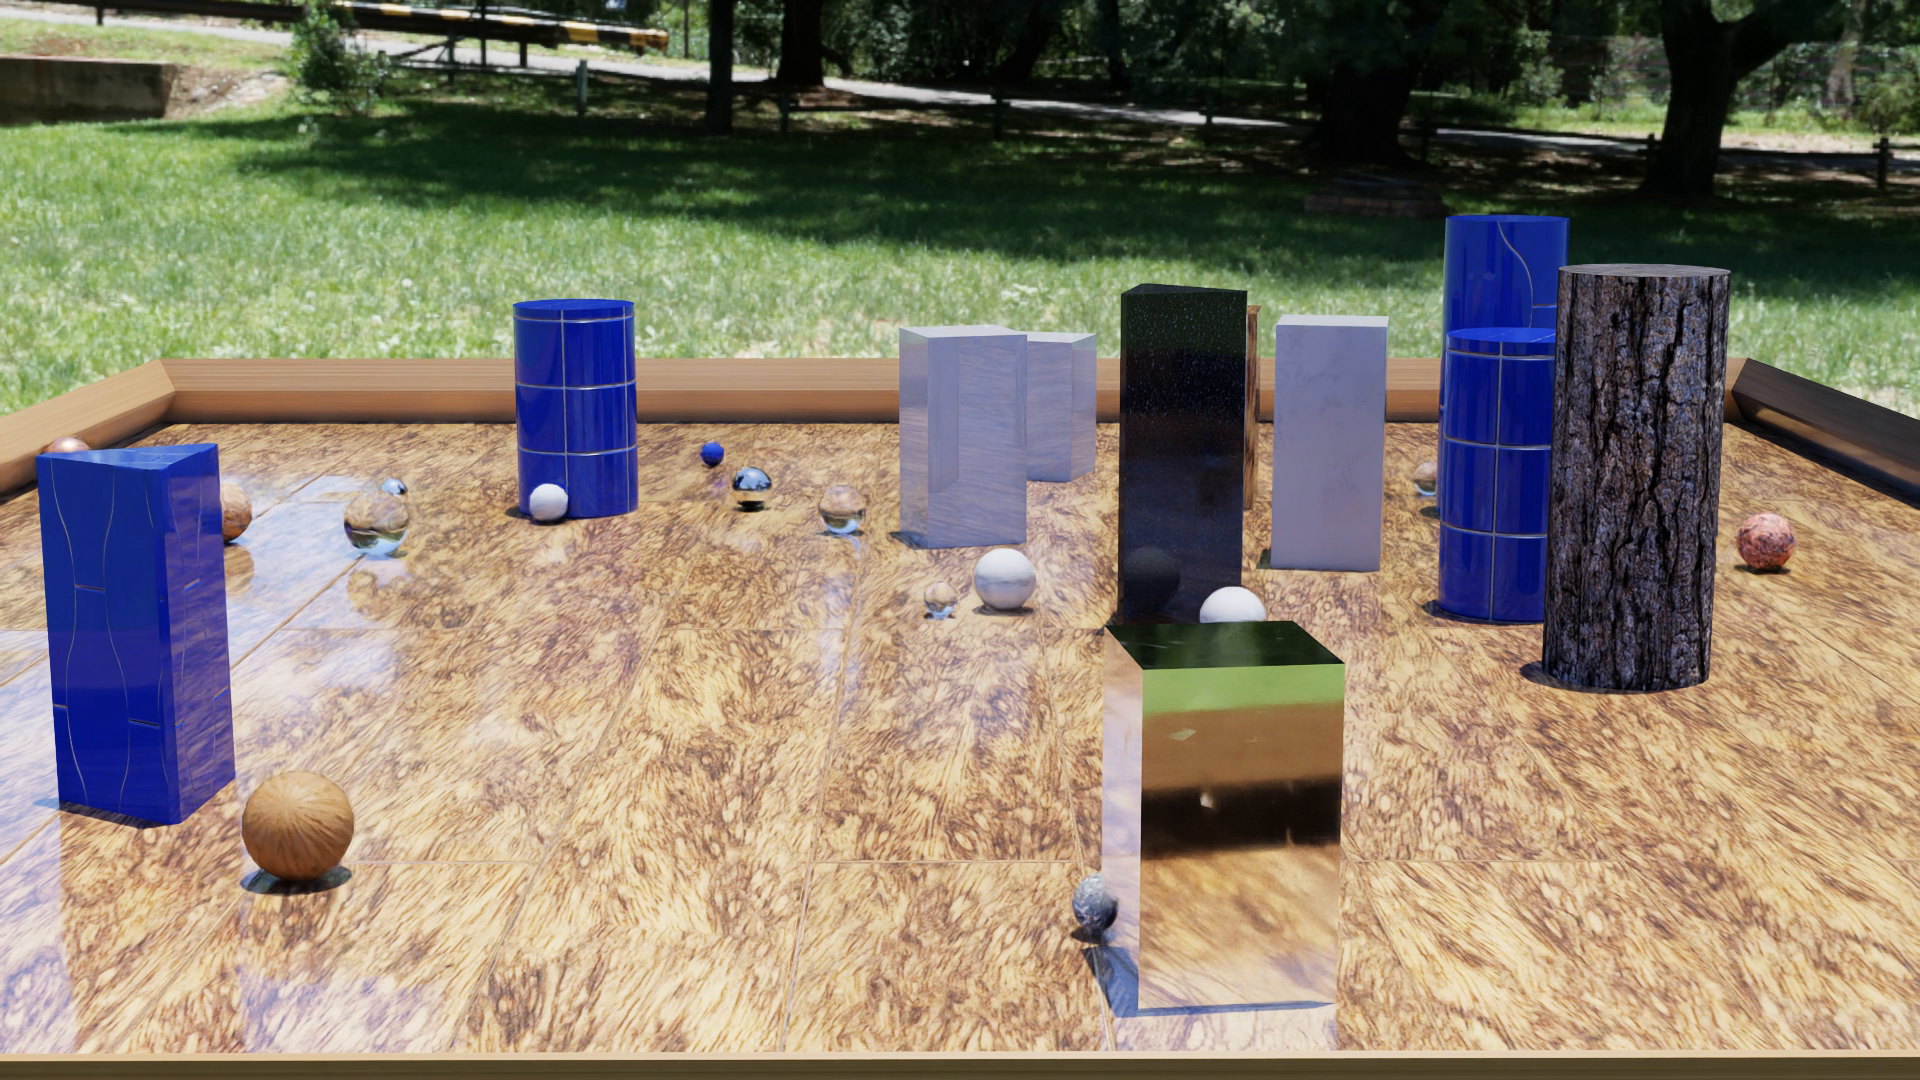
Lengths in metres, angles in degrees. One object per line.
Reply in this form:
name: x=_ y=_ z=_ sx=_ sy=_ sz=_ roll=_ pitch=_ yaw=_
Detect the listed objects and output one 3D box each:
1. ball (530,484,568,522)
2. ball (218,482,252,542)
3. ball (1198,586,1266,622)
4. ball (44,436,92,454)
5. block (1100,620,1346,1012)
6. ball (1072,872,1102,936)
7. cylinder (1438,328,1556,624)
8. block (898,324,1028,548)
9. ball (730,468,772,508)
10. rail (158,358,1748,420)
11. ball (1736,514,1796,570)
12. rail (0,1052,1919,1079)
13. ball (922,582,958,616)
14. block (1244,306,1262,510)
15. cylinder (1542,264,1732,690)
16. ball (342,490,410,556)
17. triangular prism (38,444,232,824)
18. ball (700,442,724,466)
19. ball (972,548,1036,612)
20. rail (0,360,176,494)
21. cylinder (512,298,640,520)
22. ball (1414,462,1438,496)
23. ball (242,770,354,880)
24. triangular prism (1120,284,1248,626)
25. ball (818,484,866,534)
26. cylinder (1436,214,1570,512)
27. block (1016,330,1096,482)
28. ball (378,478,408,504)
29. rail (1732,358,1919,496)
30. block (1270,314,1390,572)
ball: x=-0.662 y=-0.059 z=4.132 sx=0.063 sy=0.063 sz=0.063 roll=0 pitch=10 yaw=0
ball: x=-1.142 y=-0.044 z=3.963 sx=0.094 sy=0.094 sz=0.094 roll=0 pitch=10 yaw=0
ball: x=0.342 y=0.100 z=3.212 sx=0.085 sy=0.085 sz=0.085 roll=0 pitch=10 yaw=0
ball: x=-1.567 y=-0.139 z=4.508 sx=0.084 sy=0.084 sz=0.084 roll=0 pitch=10 yaw=0
block: x=0.207 y=0.217 z=2.060 sx=0.158 sy=0.274 sz=0.158 roll=-1 pitch=11 yaw=-7
ball: x=0.122 y=0.309 z=2.174 sx=0.053 sy=0.053 sz=0.053 roll=0 pitch=10 yaw=0
cylinder: x=0.749 y=-0.091 z=3.455 sx=0.198 sy=0.372 sz=0.198 roll=0 pitch=10 yaw=0
block: x=0.004 y=-0.164 z=3.982 sx=0.158 sy=0.323 sz=0.158 roll=-3 pitch=11 yaw=-17
ball: x=-0.346 y=-0.087 z=4.264 sx=0.069 sy=0.069 sz=0.069 roll=0 pitch=10 yaw=0
rail: x=-0.011 y=-0.308 z=5.291 sx=3.288 sy=0.129 sz=0.045 roll=0 pitch=10 yaw=0
ball: x=1.177 y=0.002 z=3.748 sx=0.083 sy=0.083 sz=0.083 roll=0 pitch=10 yaw=0
rail: x=0.011 y=0.374 z=1.606 sx=3.288 sy=0.129 sz=0.045 roll=0 pitch=10 yaw=0
ball: x=-0.026 y=0.079 z=3.433 sx=0.047 sy=0.047 sz=0.047 roll=0 pitch=10 yaw=0
block: x=0.421 y=-0.227 z=4.319 sx=0.158 sy=0.325 sz=0.158 roll=2 pitch=11 yaw=9
cylinder: x=0.809 y=-0.080 z=3.079 sx=0.198 sy=0.487 sz=0.198 roll=0 pitch=10 yaw=0
ball: x=-0.878 y=-0.026 z=3.859 sx=0.098 sy=0.098 sz=0.098 roll=0 pitch=10 yaw=0
triangular prism: x=-0.794 y=0.085 z=2.568 sx=0.171 sy=0.349 sz=0.148 roll=7 pitch=12 yaw=32
ball: x=-0.455 y=-0.158 z=4.720 sx=0.043 sy=0.043 sz=0.043 roll=0 pitch=10 yaw=0
ball: x=0.060 y=0.053 z=3.464 sx=0.085 sy=0.085 sz=0.085 roll=0 pitch=10 yaw=0
rail: x=-1.620 y=0.035 z=3.440 sx=0.045 sy=0.129 sz=3.795 roll=0 pitch=10 yaw=0
cylinder: x=-0.633 y=-0.219 z=4.233 sx=0.198 sy=0.341 sz=0.198 roll=0 pitch=10 yaw=0
ball: x=0.806 y=-0.105 z=4.391 sx=0.060 sy=0.060 sz=0.060 roll=0 pitch=10 yaw=0
ball: x=-0.599 y=0.258 z=2.320 sx=0.099 sy=0.099 sz=0.099 roll=0 pitch=10 yaw=0
triangular prism: x=0.268 y=-0.113 z=3.390 sx=0.171 sy=0.440 sz=0.148 roll=-3 pitch=11 yaw=-16
ball: x=-0.185 y=-0.048 z=4.035 sx=0.077 sy=0.077 sz=0.077 roll=0 pitch=10 yaw=0
cylinder: x=0.886 y=-0.284 z=4.198 sx=0.198 sy=0.482 sz=0.198 roll=0 pitch=10 yaw=0
block: x=0.147 y=-0.243 z=4.617 sx=0.158 sy=0.248 sz=0.158 roll=4 pitch=11 yaw=19
ball: x=-0.944 y=-0.078 z=4.273 sx=0.049 sy=0.049 sz=0.049 roll=0 pitch=10 yaw=0
rail: x=1.620 y=0.031 z=3.458 sx=0.045 sy=0.129 sz=3.795 roll=0 pitch=10 yaw=0
block: x=0.549 y=-0.147 z=3.800 sx=0.158 sy=0.357 sz=0.158 roll=2 pitch=11 yaw=10
